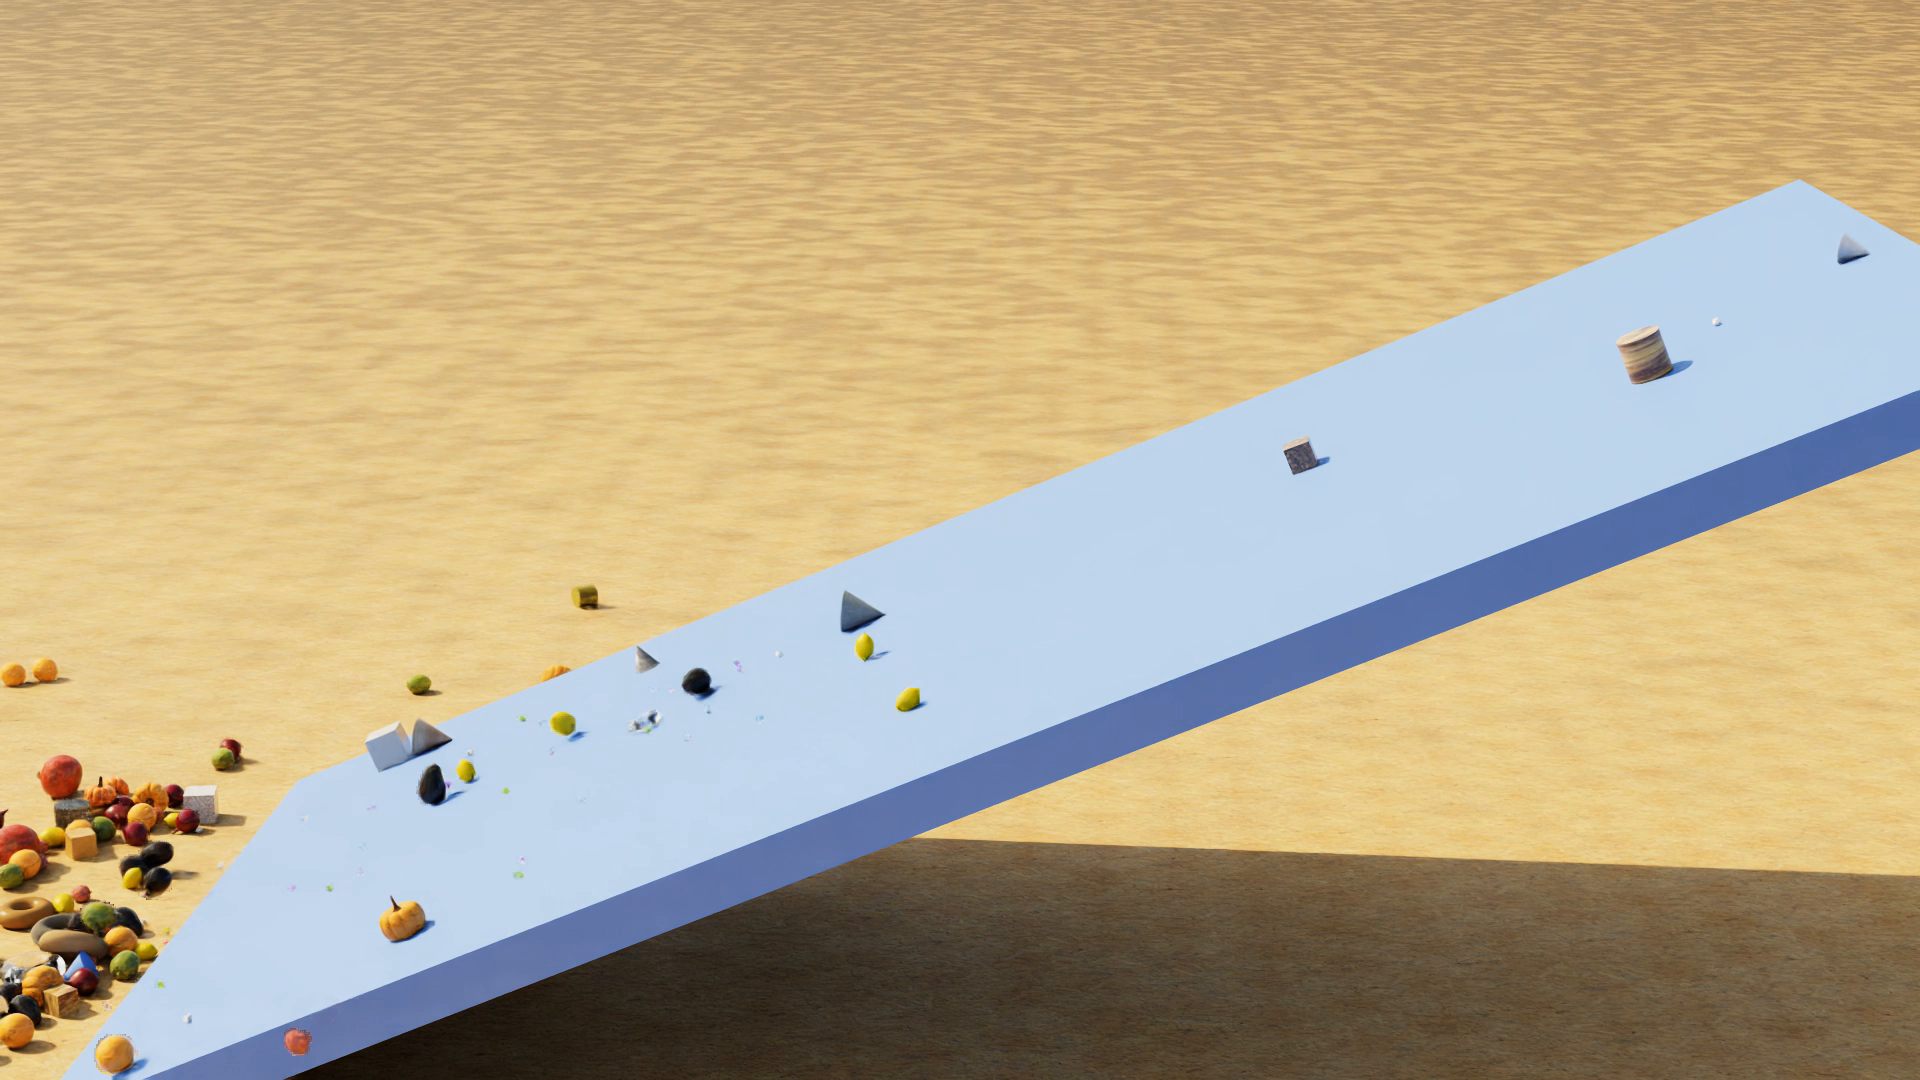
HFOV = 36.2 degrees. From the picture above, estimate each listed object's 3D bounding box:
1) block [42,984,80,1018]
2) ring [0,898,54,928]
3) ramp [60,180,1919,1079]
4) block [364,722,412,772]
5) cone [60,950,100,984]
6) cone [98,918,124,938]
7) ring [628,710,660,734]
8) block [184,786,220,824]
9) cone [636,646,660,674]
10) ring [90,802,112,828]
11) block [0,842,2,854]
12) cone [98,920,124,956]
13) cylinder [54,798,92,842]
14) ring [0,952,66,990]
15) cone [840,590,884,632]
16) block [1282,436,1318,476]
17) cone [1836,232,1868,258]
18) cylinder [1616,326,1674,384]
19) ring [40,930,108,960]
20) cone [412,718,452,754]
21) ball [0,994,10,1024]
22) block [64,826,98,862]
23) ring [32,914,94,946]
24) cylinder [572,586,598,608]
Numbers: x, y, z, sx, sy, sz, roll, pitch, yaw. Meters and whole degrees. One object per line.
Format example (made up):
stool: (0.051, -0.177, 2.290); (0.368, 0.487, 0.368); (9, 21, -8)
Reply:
block: (-1.930, 0.990, 6.315); (0.051, 0.051, 0.051); (11, 18, 36)
ring: (-2.167, 0.865, 6.819); (0.130, 0.043, 0.130); (-1, 14, 0)
ramp: (0.128, 0.172, 6.287); (4.000, 0.100, 2.000); (-22, 12, 8)
block: (-1.404, 0.508, 7.240); (0.083, 0.083, 0.083); (-23, 12, 2)
cone: (-1.949, 0.958, 6.472); (0.078, 0.078, 0.078); (-32, 19, -3)
cone: (-1.933, 0.899, 6.720); (0.055, 0.055, 0.055); (30, 1, -25)
ring: (-0.701, 0.404, 6.527); (0.080, 0.027, 0.080); (-21, 13, 5)
block: (-1.933, 0.675, 7.493); (0.076, 0.076, 0.076); (-2, 14, -7)
cone: (-0.766, 0.280, 7.081); (0.064, 0.064, 0.064); (-22, 12, 5)
ring: (-2.220, 0.698, 7.471); (0.128, 0.043, 0.128); (1, 13, 0)
block: (-2.395, 0.752, 7.220); (0.061, 0.061, 0.061); (0, 14, 2)
cone: (-1.929, 0.893, 6.646); (0.072, 0.072, 0.072); (0, 14, 0)
cylinder: (-2.220, 0.703, 7.361); (0.087, 0.087, 0.087); (0, 14, 0)
ring: (-2.046, 0.949, 6.483); (0.143, 0.048, 0.143); (-1, 15, 0)
cone: (-0.215, 0.163, 6.613); (0.095, 0.095, 0.095); (5, 15, 5)
block: (0.730, -0.182, 6.306); (0.058, 0.058, 0.058); (-21, 13, 11)
cone: (1.852, -0.597, 6.075); (0.062, 0.062, 0.062); (31, 29, 29)
cylinder: (1.364, -0.368, 5.861); (0.088, 0.088, 0.088); (-22, 12, 5)
ring: (-1.976, 0.904, 6.558); (0.149, 0.050, 0.149); (4, -17, 1)
cone: (-1.288, 0.485, 7.220); (0.092, 0.092, 0.092); (5, 15, 5)
ball: (-2.054, 0.997, 6.239); (0.073, 0.073, 0.073); (0, 14, 0)
block: (-2.162, 0.748, 7.236); (0.060, 0.060, 0.060); (-9, 17, -31)
ring: (-2.045, 0.892, 6.705); (0.139, 0.046, 0.139); (1, 15, 0)
cylinder: (-1.203, 0.181, 9.444); (0.064, 0.064, 0.064); (-9, 17, -32)
